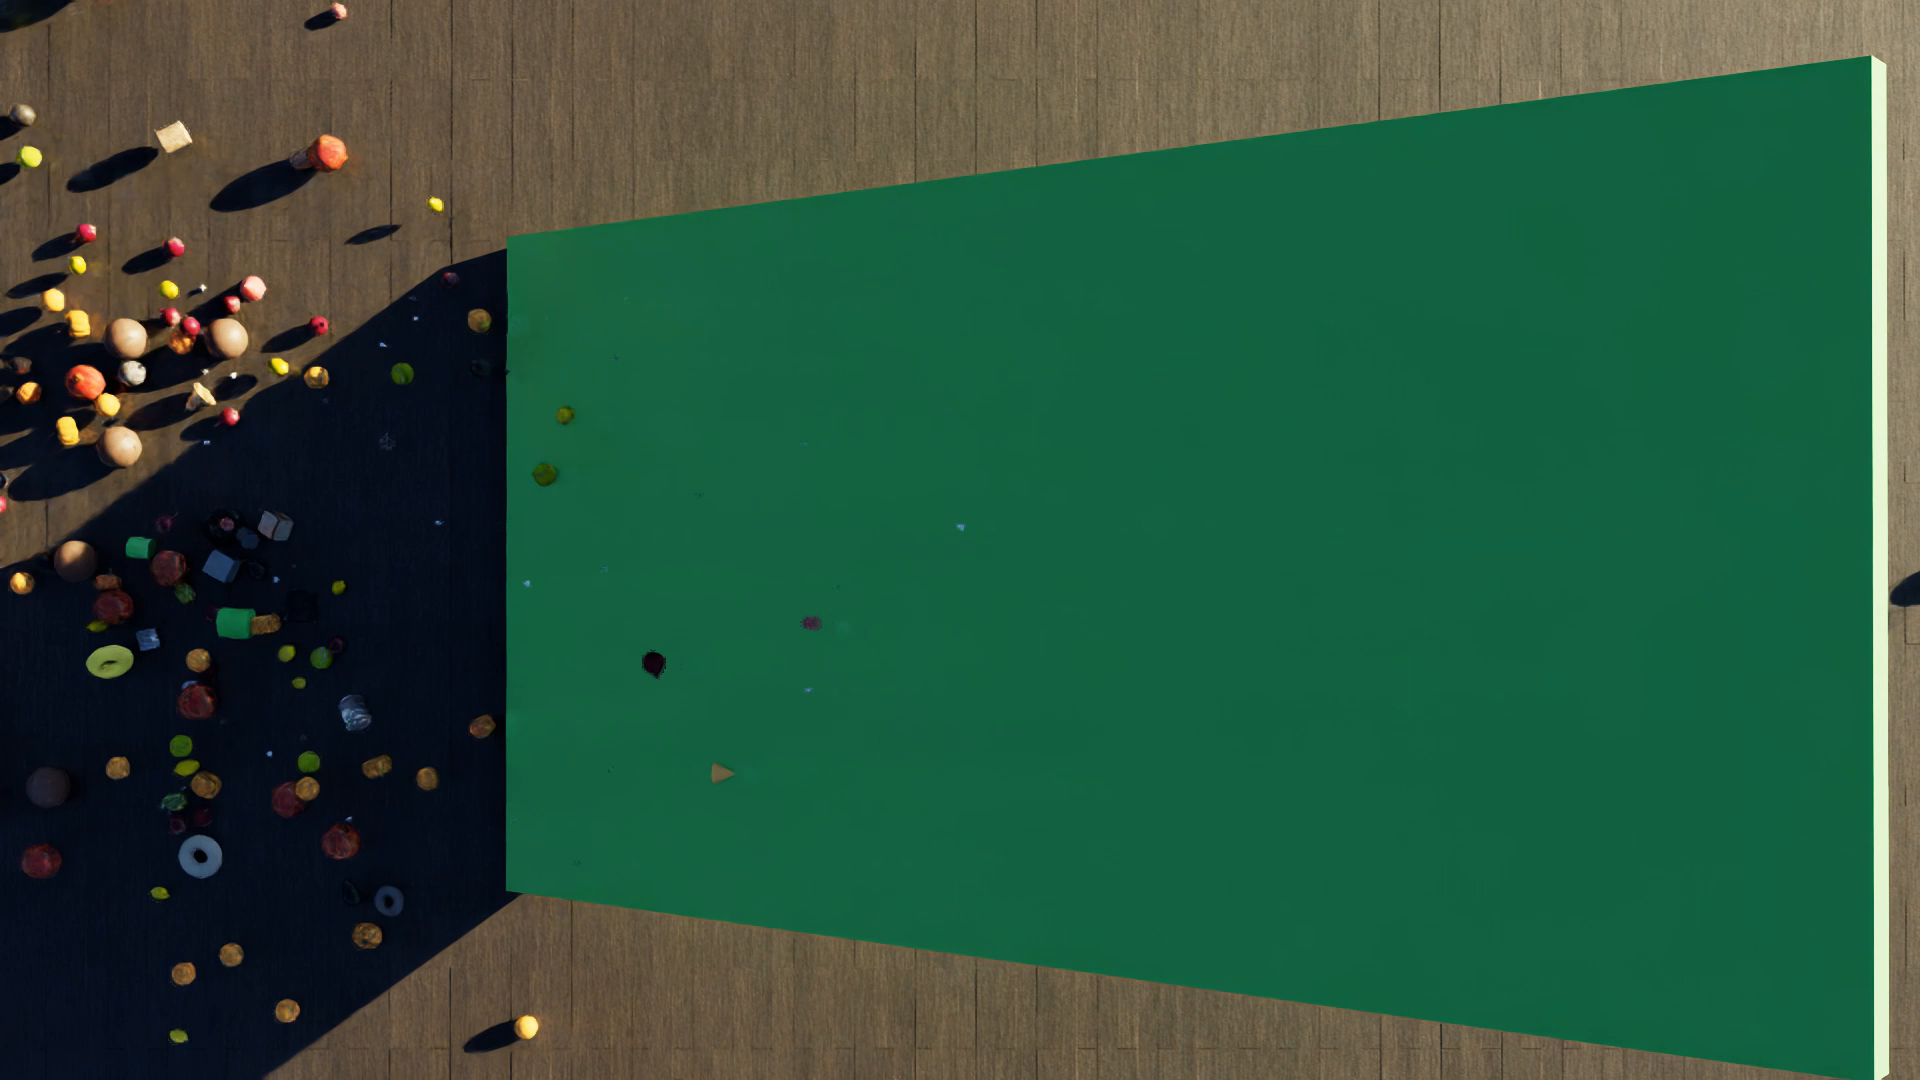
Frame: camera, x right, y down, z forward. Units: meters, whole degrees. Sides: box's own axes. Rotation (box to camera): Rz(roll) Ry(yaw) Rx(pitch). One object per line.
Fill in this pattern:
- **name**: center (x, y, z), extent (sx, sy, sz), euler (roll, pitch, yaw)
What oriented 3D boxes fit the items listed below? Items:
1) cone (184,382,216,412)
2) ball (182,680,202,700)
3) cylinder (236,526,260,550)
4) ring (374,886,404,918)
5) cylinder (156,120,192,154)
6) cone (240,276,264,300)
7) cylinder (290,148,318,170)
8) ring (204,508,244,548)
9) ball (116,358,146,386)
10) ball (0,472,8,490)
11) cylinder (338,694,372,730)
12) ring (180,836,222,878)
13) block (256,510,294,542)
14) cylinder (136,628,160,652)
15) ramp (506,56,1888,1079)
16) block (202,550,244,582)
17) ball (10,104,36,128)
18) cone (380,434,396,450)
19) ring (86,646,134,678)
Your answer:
- **cone**: center (-2.357, -0.421, 6.765), extent (0.090, 0.090, 0.090), euler (-40, 90, 6)
- **ball**: center (-2.364, 0.462, 6.772), extent (0.062, 0.062, 0.062), euler (0, 90, 0)
- **cylinder**: center (-2.191, -0.006, 6.765), extent (0.053, 0.053, 0.053), euler (36, 90, 43)
- **ring**: center (-1.756, 1.112, 6.771), extent (0.101, 0.034, 0.101), euler (1, 94, 19)
- **cylinder**: center (-2.407, -1.233, 6.735), extent (0.074, 0.074, 0.074), euler (-27, 90, -4)
- **cone**: center (-2.191, -0.779, 6.773), extent (0.077, 0.077, 0.077), euler (0, 90, 0)
- **cylinder**: center (-2.019, -1.174, 6.772), extent (0.059, 0.059, 0.059), euler (-10, 90, 24)
- **ring**: center (-2.271, -0.039, 6.786), extent (0.125, 0.042, 0.125), euler (0, 91, 0)
- **ball**: center (-2.549, -0.515, 6.767), extent (0.085, 0.085, 0.085), euler (0, 90, 0)
- **ball**: center (-2.967, -0.181, 6.778), extent (0.059, 0.059, 0.059), euler (0, 90, 0)
- **cylinder**: center (-1.853, 0.529, 6.740), extent (0.080, 0.080, 0.080), euler (-32, 57, 0)
- **ring**: center (-2.339, 0.975, 6.773), extent (0.136, 0.045, 0.136), euler (0, 97, 3)
- **block**: center (-2.101, -0.044, 6.756), extent (0.067, 0.067, 0.067), euler (31, 100, 30)
- **cylinder**: center (-2.500, 0.307, 6.774), extent (0.061, 0.061, 0.061), euler (-16, 90, 0)
- **ramp**: center (0.226, 0.064, 5.543), extent (4.000, 0.100, 2.000), euler (0, 90, 38)
- **block**: center (-2.270, 0.079, 6.768), extent (0.076, 0.076, 0.076), euler (29, 90, 0)
- **ball**: center (-2.890, -1.308, 6.779), extent (0.073, 0.073, 0.073), euler (0, 90, 0)
- **cone**: center (-1.776, -0.304, 6.788), extent (0.054, 0.054, 0.054), euler (-8, 102, -40)
- **ring**: center (-2.599, 0.372, 6.727), extent (0.138, 0.138, 0.046), euler (-25, 59, 0)
